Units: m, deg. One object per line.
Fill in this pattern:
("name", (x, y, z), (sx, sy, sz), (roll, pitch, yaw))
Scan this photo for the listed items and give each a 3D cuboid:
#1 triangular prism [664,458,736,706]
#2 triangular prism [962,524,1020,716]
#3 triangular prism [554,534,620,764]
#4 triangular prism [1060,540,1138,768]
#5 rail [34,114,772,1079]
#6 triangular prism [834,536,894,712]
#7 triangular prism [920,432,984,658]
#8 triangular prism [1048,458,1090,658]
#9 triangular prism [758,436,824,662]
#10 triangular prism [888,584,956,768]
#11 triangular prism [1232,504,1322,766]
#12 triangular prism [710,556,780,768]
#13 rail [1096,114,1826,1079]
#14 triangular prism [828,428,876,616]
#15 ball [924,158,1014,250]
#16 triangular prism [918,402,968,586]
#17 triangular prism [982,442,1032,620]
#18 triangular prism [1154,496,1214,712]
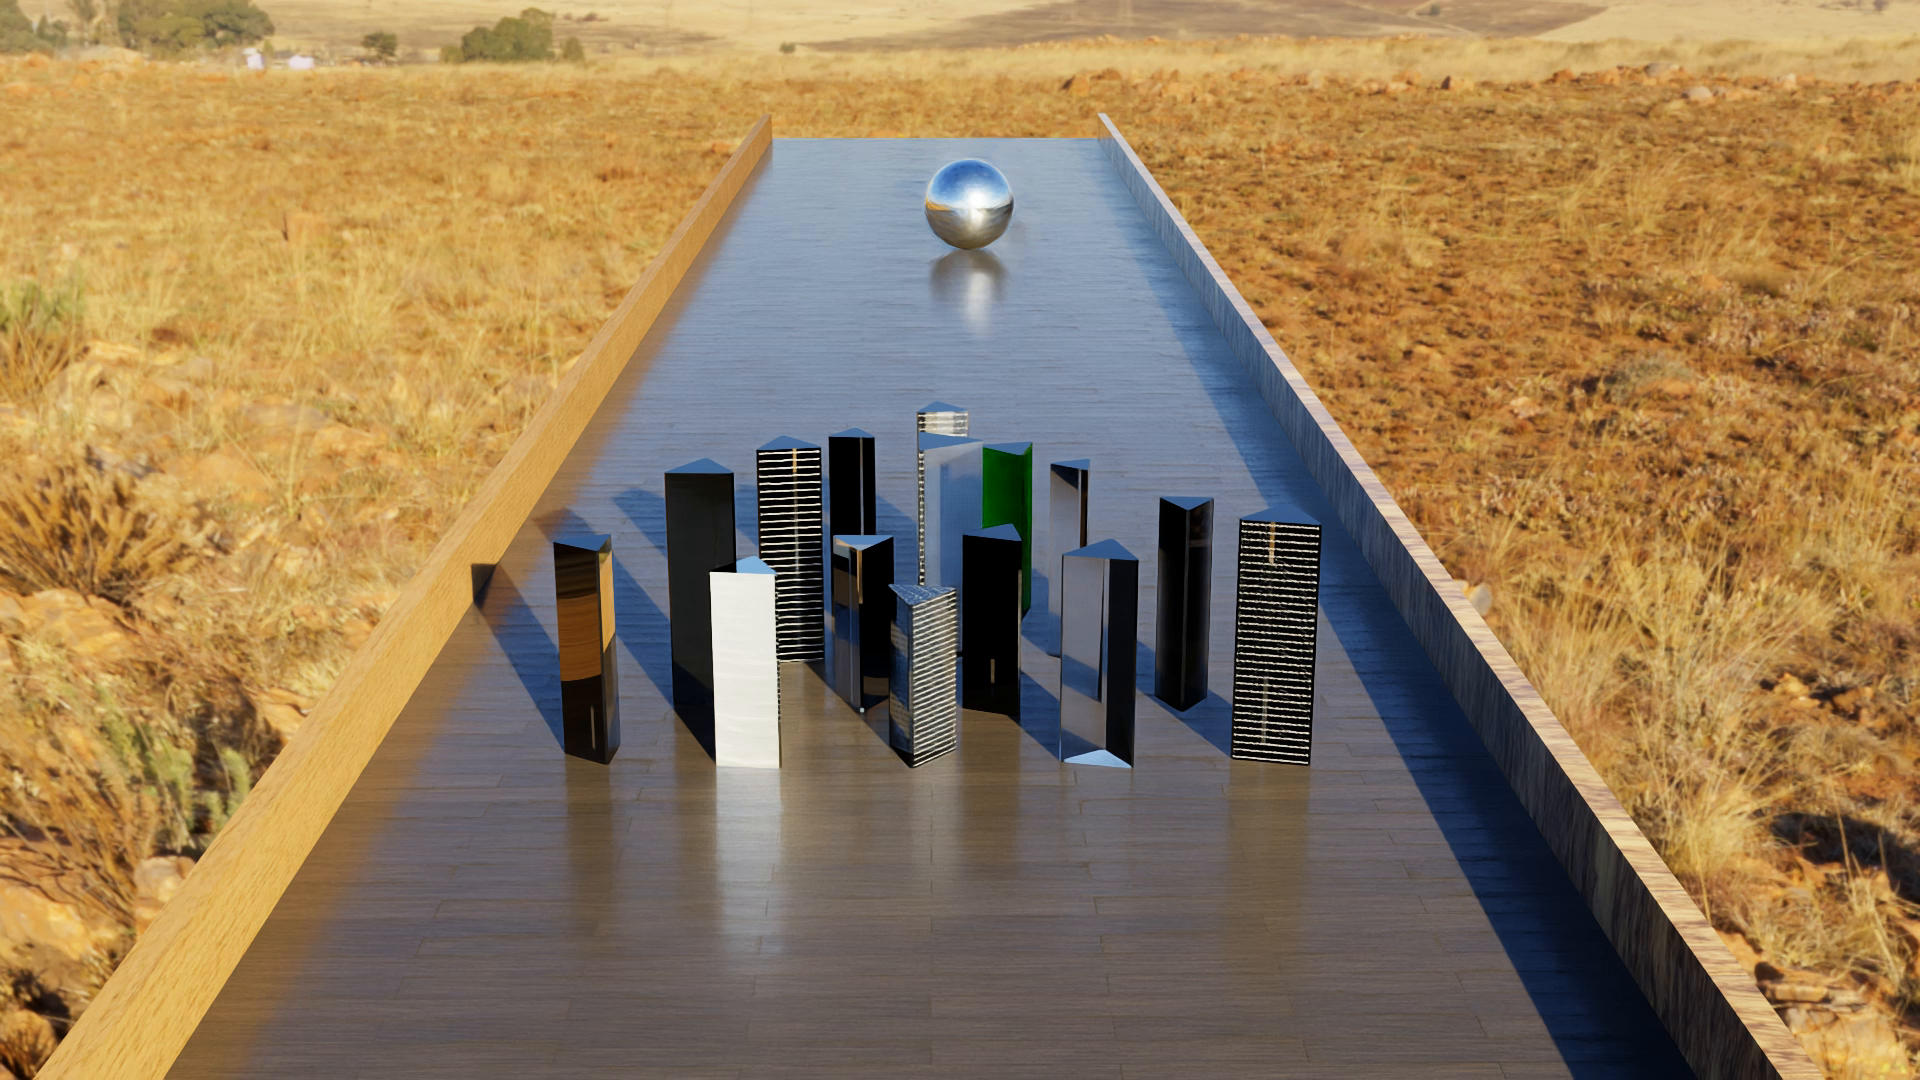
("triangular prism", (-0.480, 0.079, 4.159), (0.125, 0.456, 0.108), (0, 17, 1))
("triangular prism", (0.077, 0.146, 4.133), (0.115, 0.343, 0.100), (7, 18, 22))
("triangular prism", (-0.641, 0.190, 3.895), (0.102, 0.396, 0.088), (11, 20, 32))
("triangular prism", (0.254, 0.198, 3.890), (0.132, 0.383, 0.114), (4, 17, 13))
("rail", (-1.118, -0.838, 7.780), (0.050, 0.150, 12.000), (0, 17, -1))
("triangular prism", (-0.196, 0.151, 4.162), (0.096, 0.318, 0.111), (10, 19, 30))
("triangular prism", (-0.047, 0.011, 4.415), (0.143, 0.442, 0.124), (-10, 19, -30))
("triangular prism", (0.235, 0.039, 4.392), (0.087, 0.400, 0.075), (12, 20, 35))
("triangular prism", (-0.343, 0.017, 4.397), (0.124, 0.440, 0.108), (-3, 17, -10))
("triangular prism", (-0.086, 0.234, 3.907), (0.105, 0.304, 0.121), (13, 21, 38))
("triangular prism", (0.565, 0.165, 3.895), (0.138, 0.444, 0.120), (4, 17, 13))
("triangular prism", (-0.368, 0.214, 3.879), (0.117, 0.358, 0.101), (2, 17, 6))
("rail", (0.932, -0.844, 7.801), (0.050, 0.150, 12.000), (0, 17, -1))
("triangular prism", (-0.222, -0.037, 4.661), (0.095, 0.394, 0.082), (1, 17, 4))
("ball", (0.038, -1.430, 9.363), (0.383, 0.383, 0.383), (0, 17, 0))
("triangular prism", (-0.044, -0.103, 4.879), (0.112, 0.396, 0.097), (-2, 17, -8))
("triangular prism", (0.116, -0.022, 4.660), (0.118, 0.366, 0.102), (15, 22, 41))
("triangular prism", (0.410, 0.116, 4.144), (0.086, 0.396, 0.099), (11, 20, 32))
